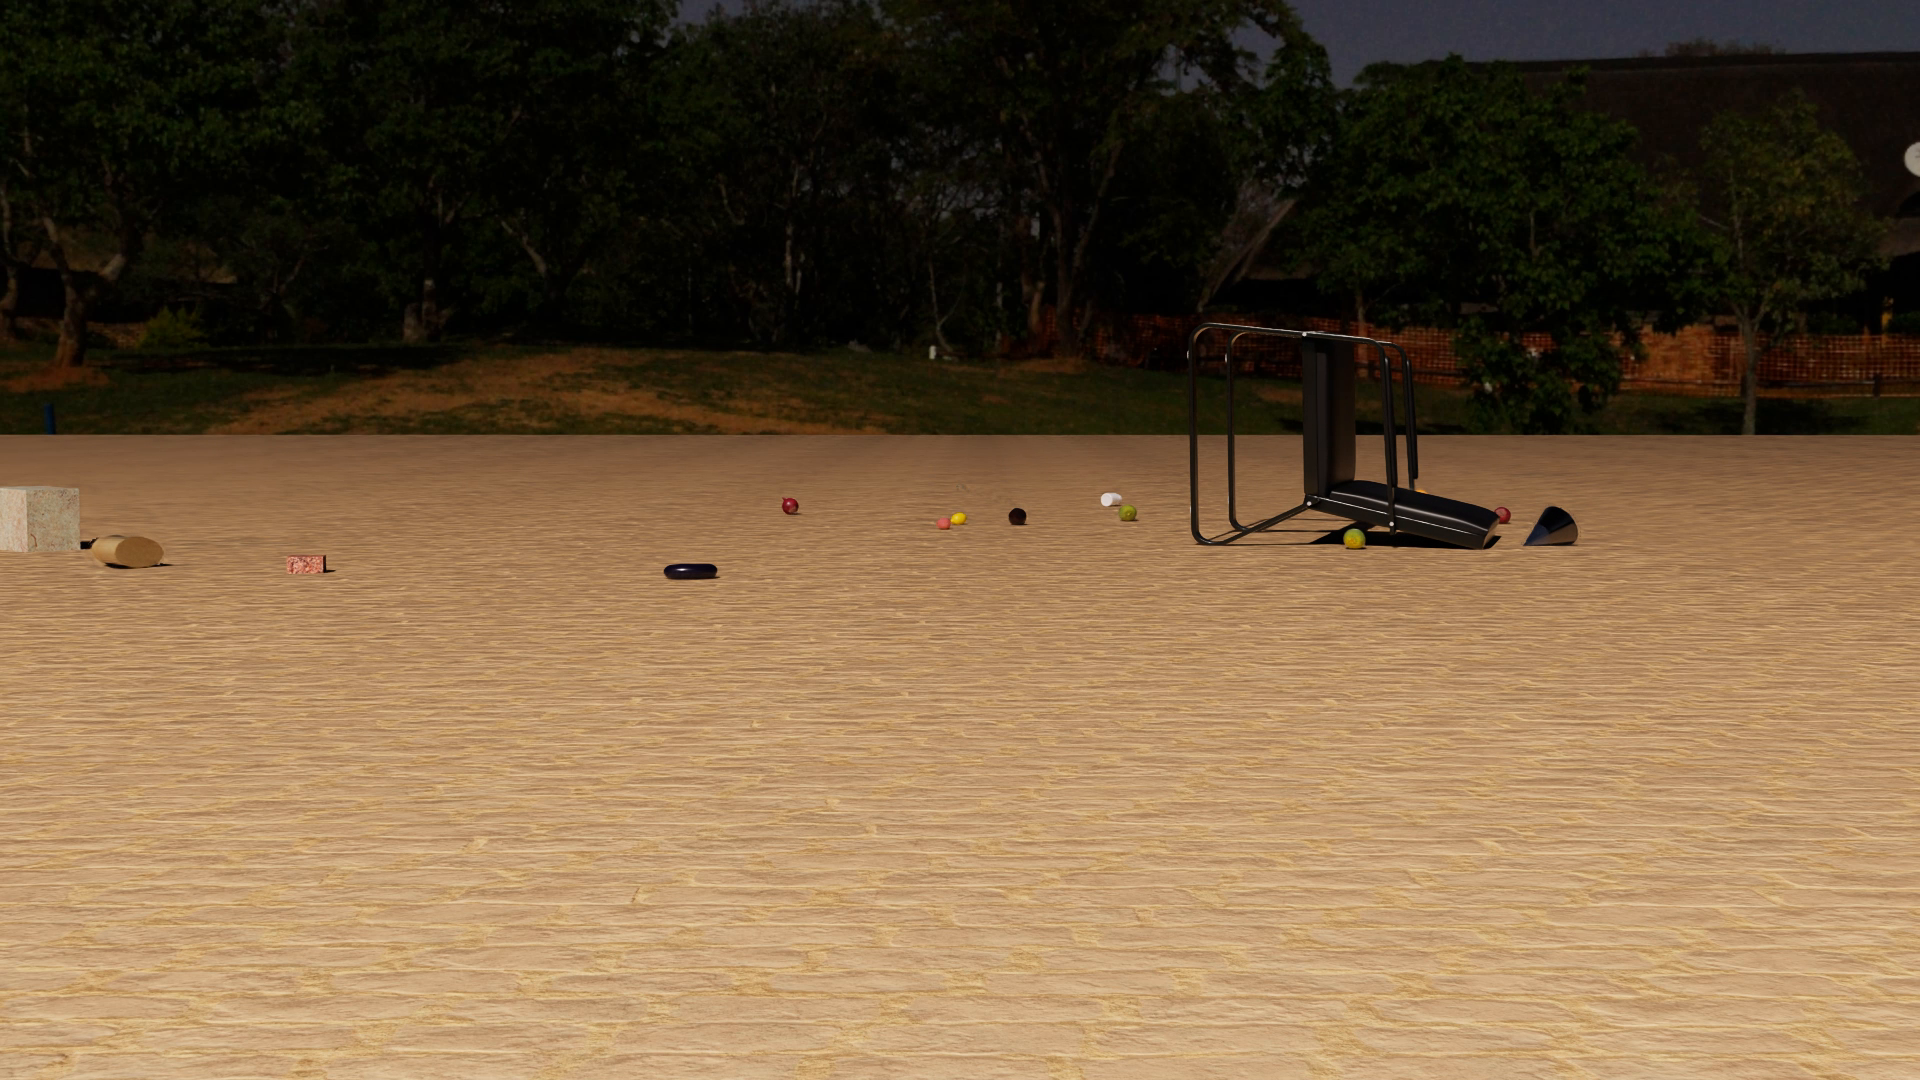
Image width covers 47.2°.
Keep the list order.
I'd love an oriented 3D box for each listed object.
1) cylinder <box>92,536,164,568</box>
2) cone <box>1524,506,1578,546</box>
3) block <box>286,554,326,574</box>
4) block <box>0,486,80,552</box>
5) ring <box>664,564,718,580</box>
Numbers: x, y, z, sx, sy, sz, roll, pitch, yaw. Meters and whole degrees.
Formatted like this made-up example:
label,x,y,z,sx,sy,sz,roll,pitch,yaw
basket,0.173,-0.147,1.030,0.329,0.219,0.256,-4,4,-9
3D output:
label,x,y,z,sx,sy,sz,roll,pitch,yaw
cylinder,-2.100,0.029,5.548,0.114,0.077,0.131,3,-1,39
cone,1.669,-0.012,6.313,0.137,0.122,0.161,-27,6,-17
block,-1.600,0.059,5.387,0.085,0.040,0.064,-1,4,-9
block,-2.597,-0.060,6.171,0.240,0.171,0.148,4,5,43
ring,-0.639,0.075,5.211,0.128,0.034,0.087,-2,3,-12
